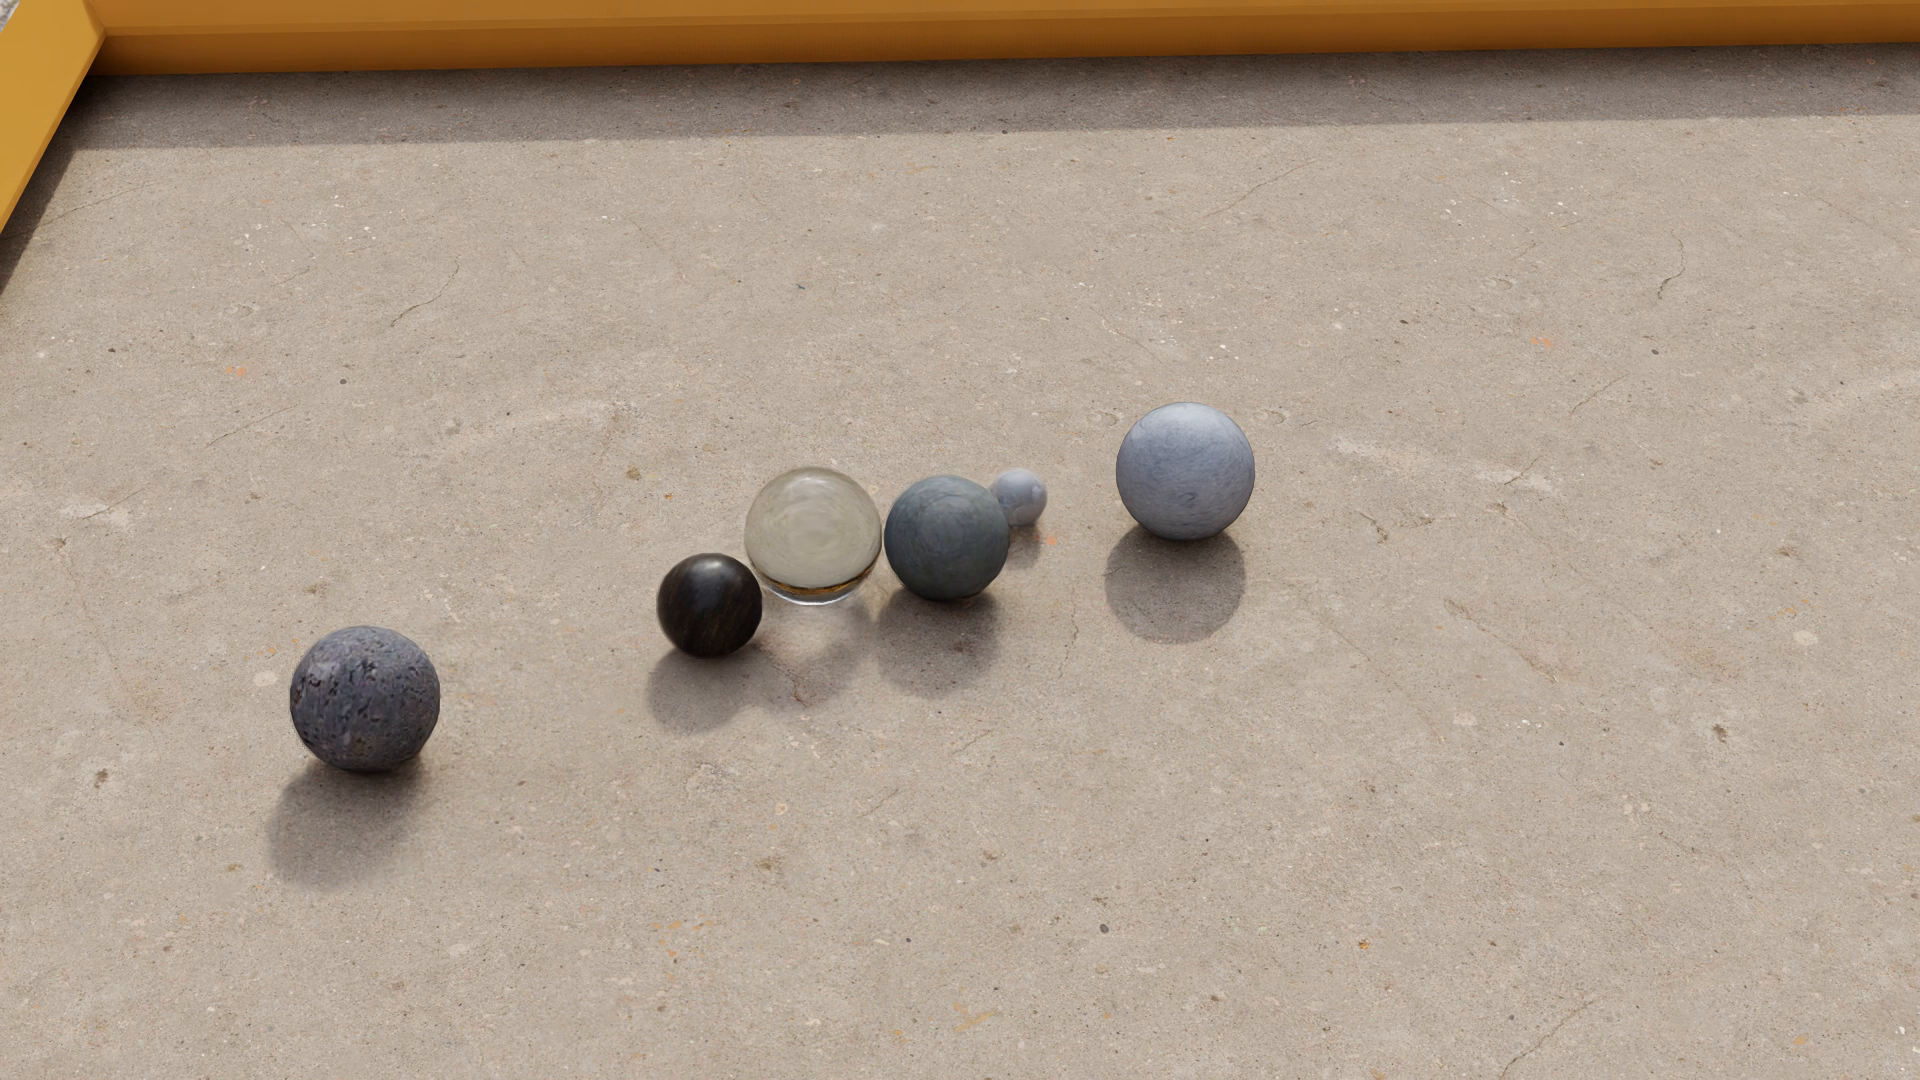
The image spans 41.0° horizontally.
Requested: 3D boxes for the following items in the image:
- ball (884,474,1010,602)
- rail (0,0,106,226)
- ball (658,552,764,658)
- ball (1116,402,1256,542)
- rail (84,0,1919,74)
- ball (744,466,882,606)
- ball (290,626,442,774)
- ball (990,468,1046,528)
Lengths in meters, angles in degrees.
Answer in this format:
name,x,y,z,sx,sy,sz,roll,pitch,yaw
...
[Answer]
name,x,y,z,sx,sy,sz,roll,pitch,yaw
ball,-0.009,-0.001,1.699,0.084,0.084,0.084,0,36,0
rail,-0.753,-0.001,1.662,0.045,0.124,1.651,-1,36,-2
ball,-0.161,0.042,1.652,0.068,0.068,0.068,0,36,0
ball,0.154,-0.047,1.752,0.095,0.095,0.095,0,36,0
rail,0.743,-0.506,2.366,3.110,0.124,0.045,-1,36,-2
ball,-0.097,-0.003,1.694,0.092,0.092,0.092,0,36,0
ball,-0.361,0.097,1.558,0.090,0.090,0.090,0,36,0
ball,0.040,-0.029,1.774,0.041,0.041,0.041,0,36,0
